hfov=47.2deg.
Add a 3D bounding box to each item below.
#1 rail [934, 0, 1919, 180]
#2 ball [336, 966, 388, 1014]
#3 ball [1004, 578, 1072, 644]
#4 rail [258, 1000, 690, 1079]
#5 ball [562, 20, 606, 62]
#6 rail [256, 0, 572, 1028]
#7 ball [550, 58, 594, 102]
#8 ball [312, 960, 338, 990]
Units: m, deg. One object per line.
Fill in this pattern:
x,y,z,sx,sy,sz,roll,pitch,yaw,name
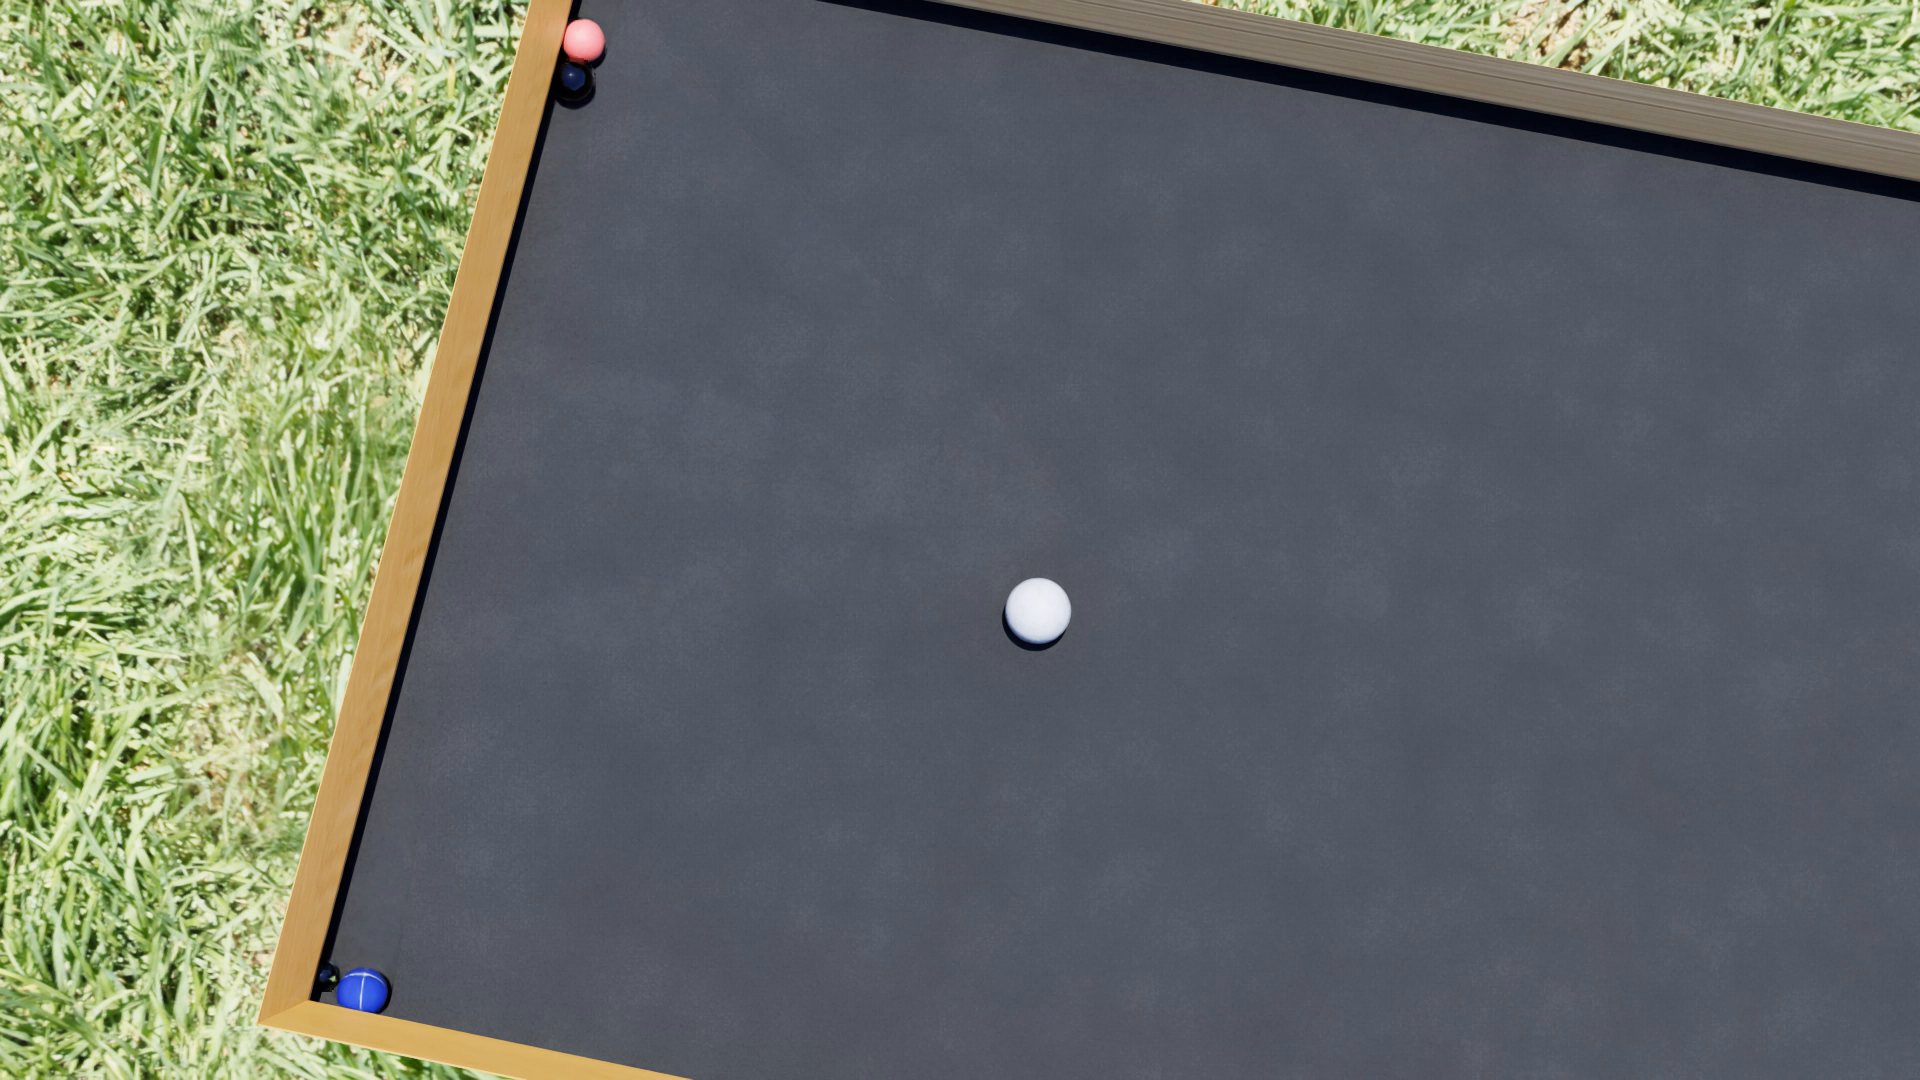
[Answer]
0.978,-0.683,3.461,3.293,0.130,0.045,11,77,3,rail
-0.861,0.652,3.169,0.071,0.071,0.071,0,76,0,ball
0.117,0.106,3.286,0.100,0.100,0.100,0,76,0,ball
0.637,0.982,3.058,3.293,0.130,0.045,11,77,3,rail
-0.603,-0.799,3.521,0.069,0.069,0.069,0,76,0,ball
-0.784,-0.159,3.334,0.045,0.130,1.795,11,77,3,rail
-0.619,-0.734,3.506,0.068,0.068,0.068,0,76,0,ball
-0.924,0.632,3.188,0.043,0.043,0.043,0,76,0,ball
